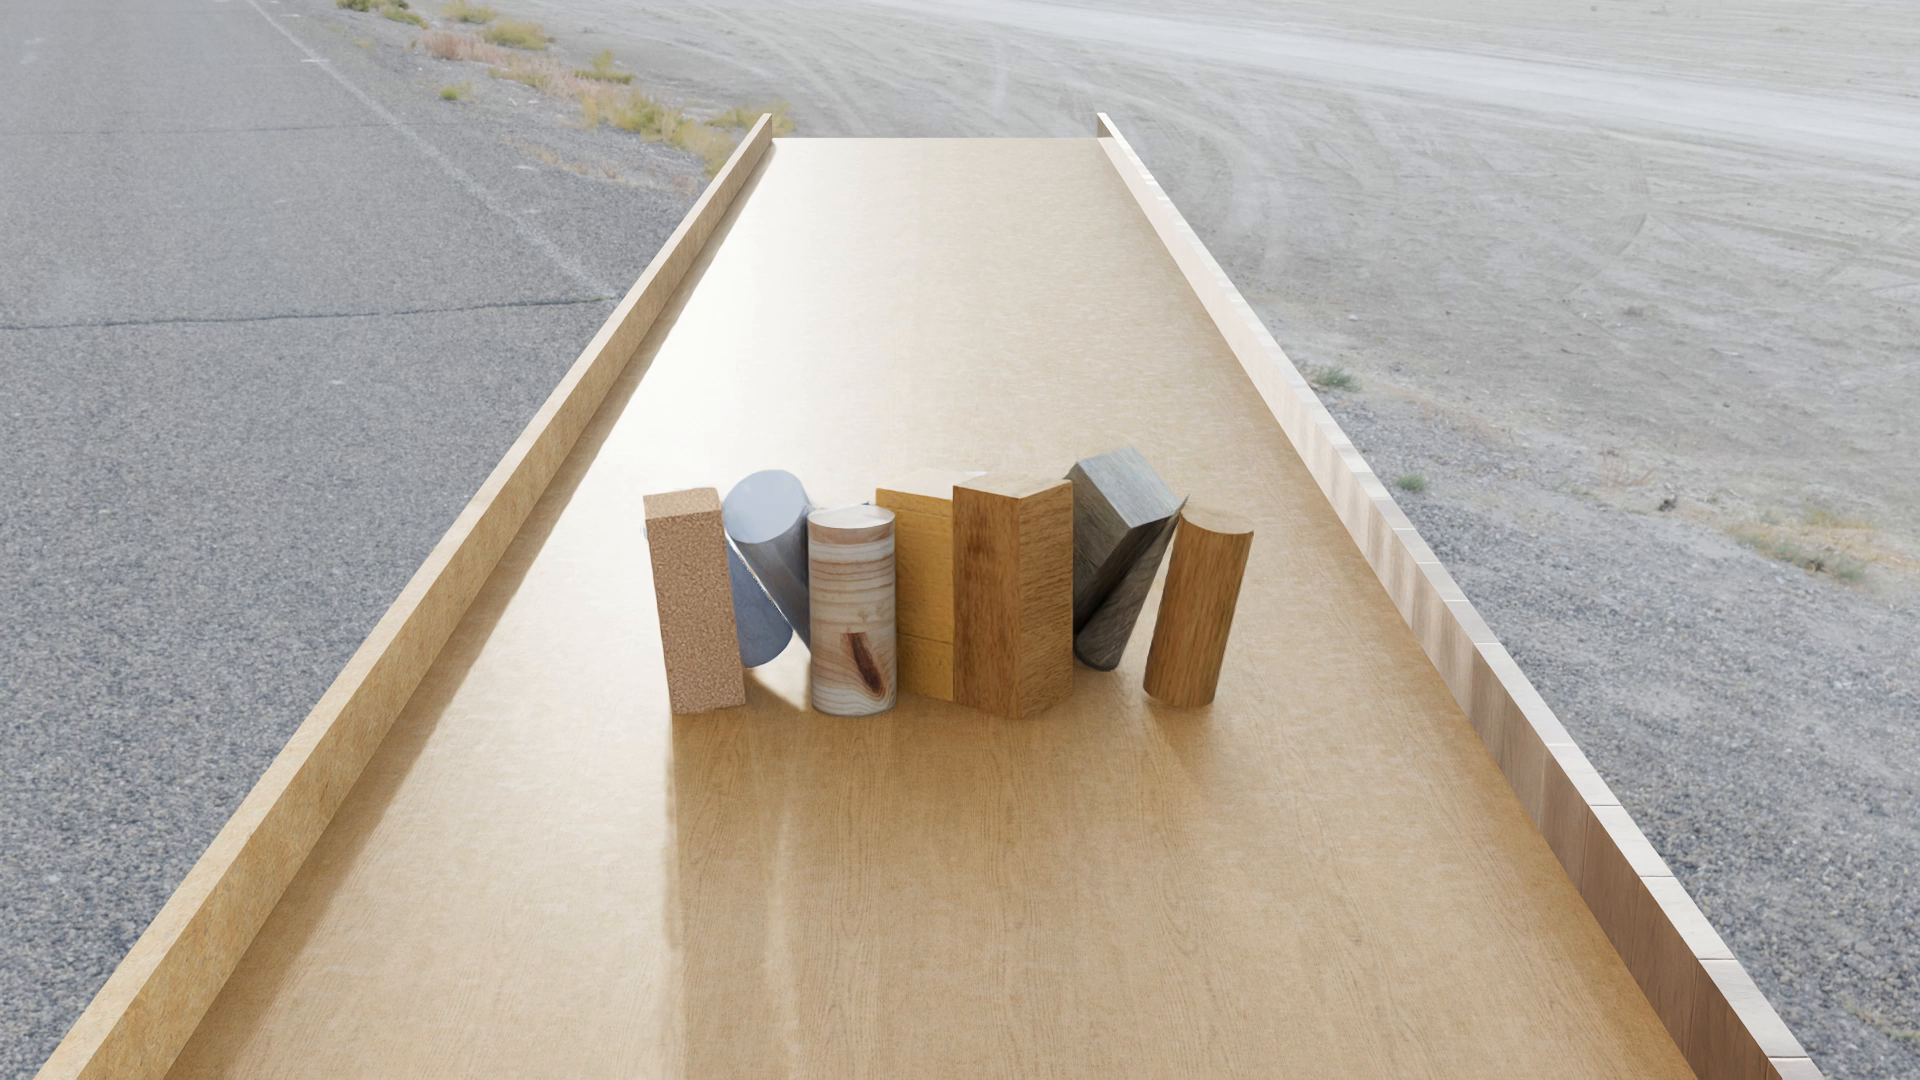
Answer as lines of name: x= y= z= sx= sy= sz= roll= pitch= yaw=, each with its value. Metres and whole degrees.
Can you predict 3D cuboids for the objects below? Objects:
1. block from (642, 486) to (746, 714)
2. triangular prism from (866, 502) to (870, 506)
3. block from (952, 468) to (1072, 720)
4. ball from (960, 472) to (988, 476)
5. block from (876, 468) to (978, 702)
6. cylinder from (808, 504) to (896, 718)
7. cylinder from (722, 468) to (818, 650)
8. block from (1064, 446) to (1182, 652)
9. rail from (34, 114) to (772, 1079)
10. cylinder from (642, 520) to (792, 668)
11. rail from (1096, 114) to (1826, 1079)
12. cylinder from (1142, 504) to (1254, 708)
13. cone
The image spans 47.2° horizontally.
block: x=-0.500 y=0.113 z=4.131 sx=0.140 sy=0.391 sz=0.140 roll=-8 pitch=21 yaw=-8
triangular prism: x=-0.150 y=0.083 z=4.324 sx=0.087 sy=0.359 sz=0.076 roll=10 pitch=47 yaw=30
block: x=0.100 y=0.099 z=4.135 sx=0.159 sy=0.427 sz=0.159 roll=12 pitch=21 yaw=38
ball: x=0.030 y=-0.012 z=4.485 sx=0.255 sy=0.255 sz=0.255 roll=0 pitch=17 yaw=0
block: x=-0.042 y=0.083 z=4.246 sx=0.173 sy=0.399 sz=0.173 roll=10 pitch=19 yaw=30
cylinder: x=-0.201 y=0.133 z=4.130 sx=0.162 sy=0.370 sz=0.162 roll=0 pitch=17 yaw=0
cylinder: x=-0.307 y=0.052 z=4.294 sx=0.170 sy=0.427 sz=0.170 roll=-10 pitch=54 yaw=14
block: x=0.228 y=0.038 z=4.305 sx=0.171 sy=0.442 sz=0.171 roll=-17 pitch=61 yaw=-44
rail: x=-1.118 y=-0.838 z=7.780 sx=0.050 sy=0.150 sz=12.000 roll=0 pitch=17 yaw=-1
cylinder: x=-0.473 y=0.081 z=4.304 sx=0.126 sy=0.363 sz=0.126 roll=-22 pitch=34 yaw=16
rail: x=0.932 y=-0.844 z=7.801 sx=0.050 sy=0.150 sz=12.000 roll=0 pitch=17 yaw=-1
cylinder: x=0.447 y=0.124 z=4.143 sx=0.139 sy=0.360 sz=0.139 roll=9 pitch=23 yaw=-4
cone: x=0.351 y=0.066 z=4.235 sx=0.101 sy=0.456 sz=0.101 roll=15 pitch=41 yaw=-14
